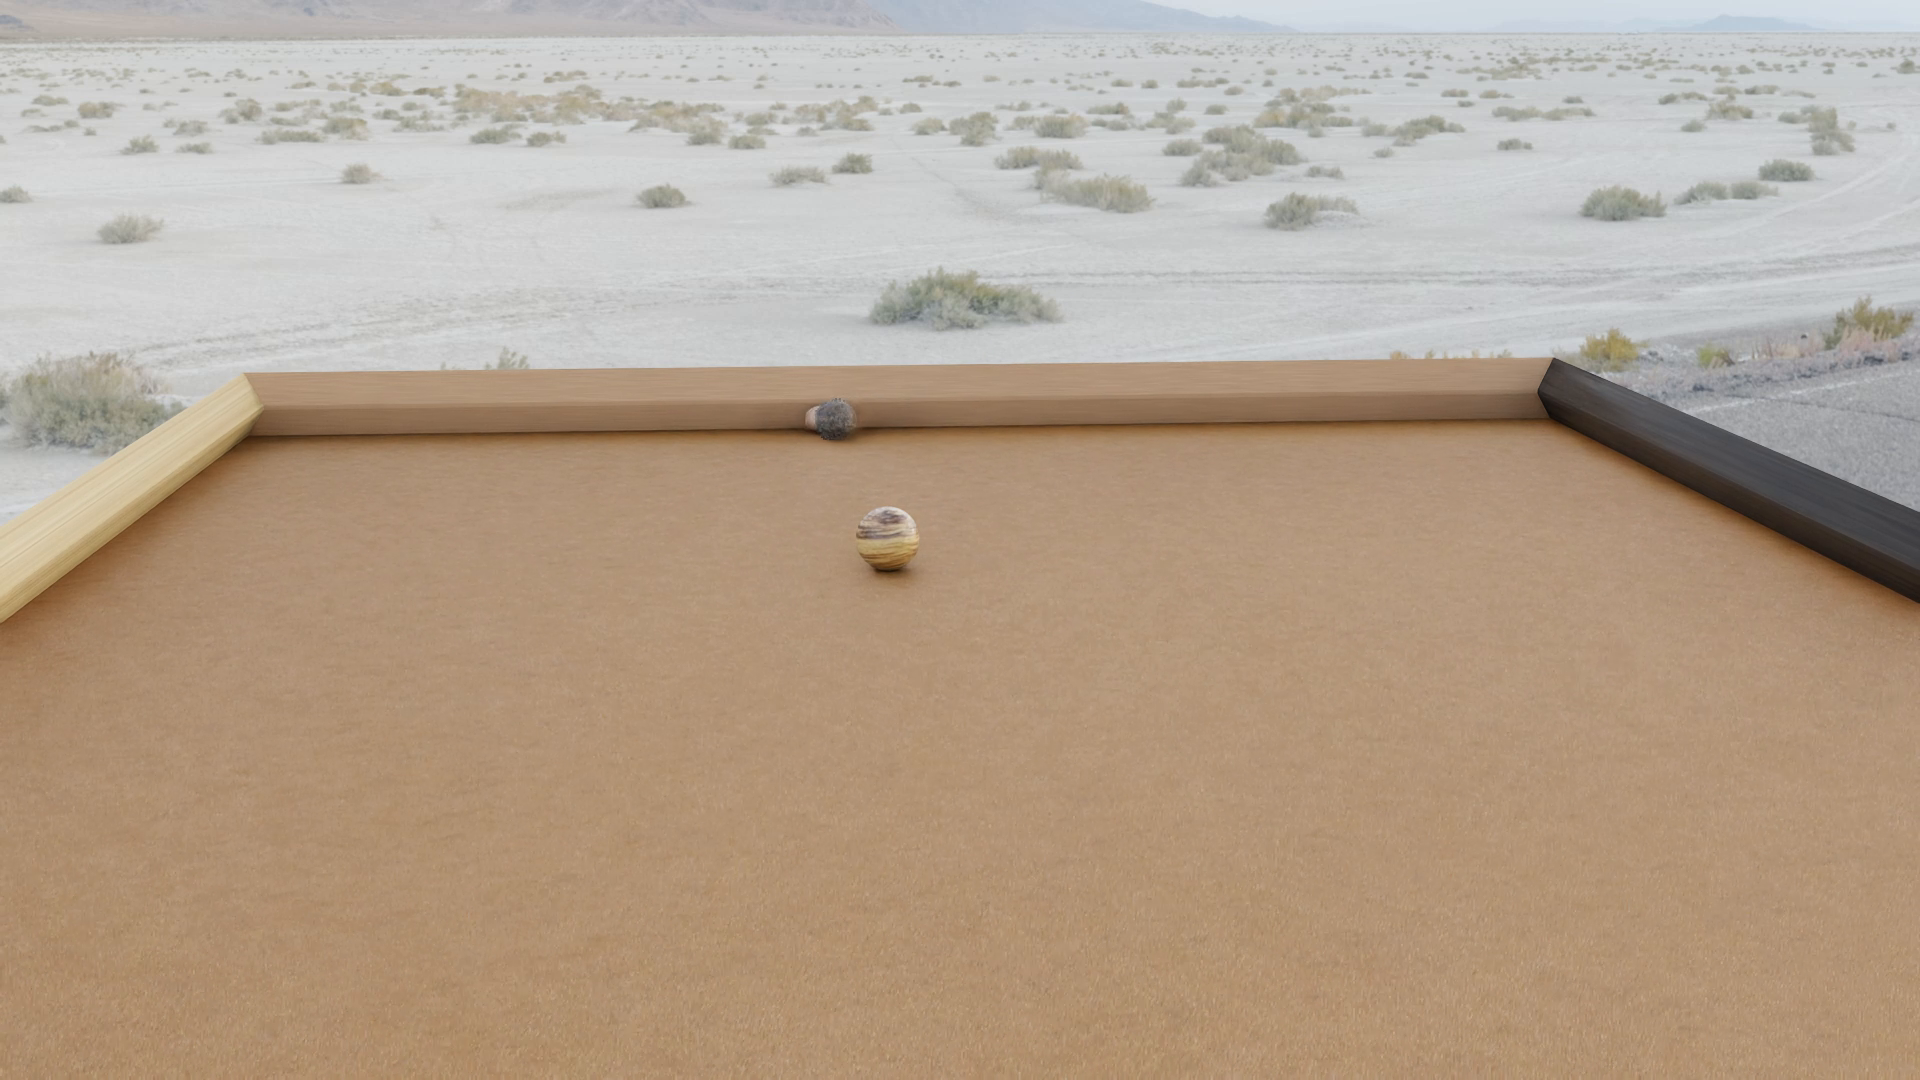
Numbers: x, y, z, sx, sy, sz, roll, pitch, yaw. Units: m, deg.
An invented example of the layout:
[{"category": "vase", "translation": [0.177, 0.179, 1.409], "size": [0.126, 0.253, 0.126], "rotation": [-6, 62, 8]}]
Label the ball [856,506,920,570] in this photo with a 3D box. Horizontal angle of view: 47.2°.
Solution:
[{"category": "ball", "translation": [-0.101, -0.002, 3.080], "size": [0.090, 0.090, 0.090], "rotation": [0, 13, 0]}]

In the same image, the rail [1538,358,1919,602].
[{"category": "rail", "translation": [1.311, 0.208, 2.112], "size": [0.045, 0.117, 4.490], "rotation": [-1, 13, -4]}]

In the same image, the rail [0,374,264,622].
[{"category": "rail", "translation": [-1.133, 0.251, 1.923], "size": [0.045, 0.117, 4.490], "rotation": [-1, 13, -4]}]

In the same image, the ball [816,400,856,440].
[{"category": "ball", "translation": [-0.228, -0.222, 4.066], "size": [0.074, 0.074, 0.074], "rotation": [0, 13, 0]}]

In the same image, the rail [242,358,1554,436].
[{"category": "rail", "translation": [-0.087, -0.270, 4.175], "size": [2.499, 0.117, 0.045], "rotation": [-1, 13, -4]}]

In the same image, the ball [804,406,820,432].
[{"category": "ball", "translation": [-0.268, -0.227, 4.138], "size": [0.050, 0.050, 0.050], "rotation": [0, 13, 0]}]
